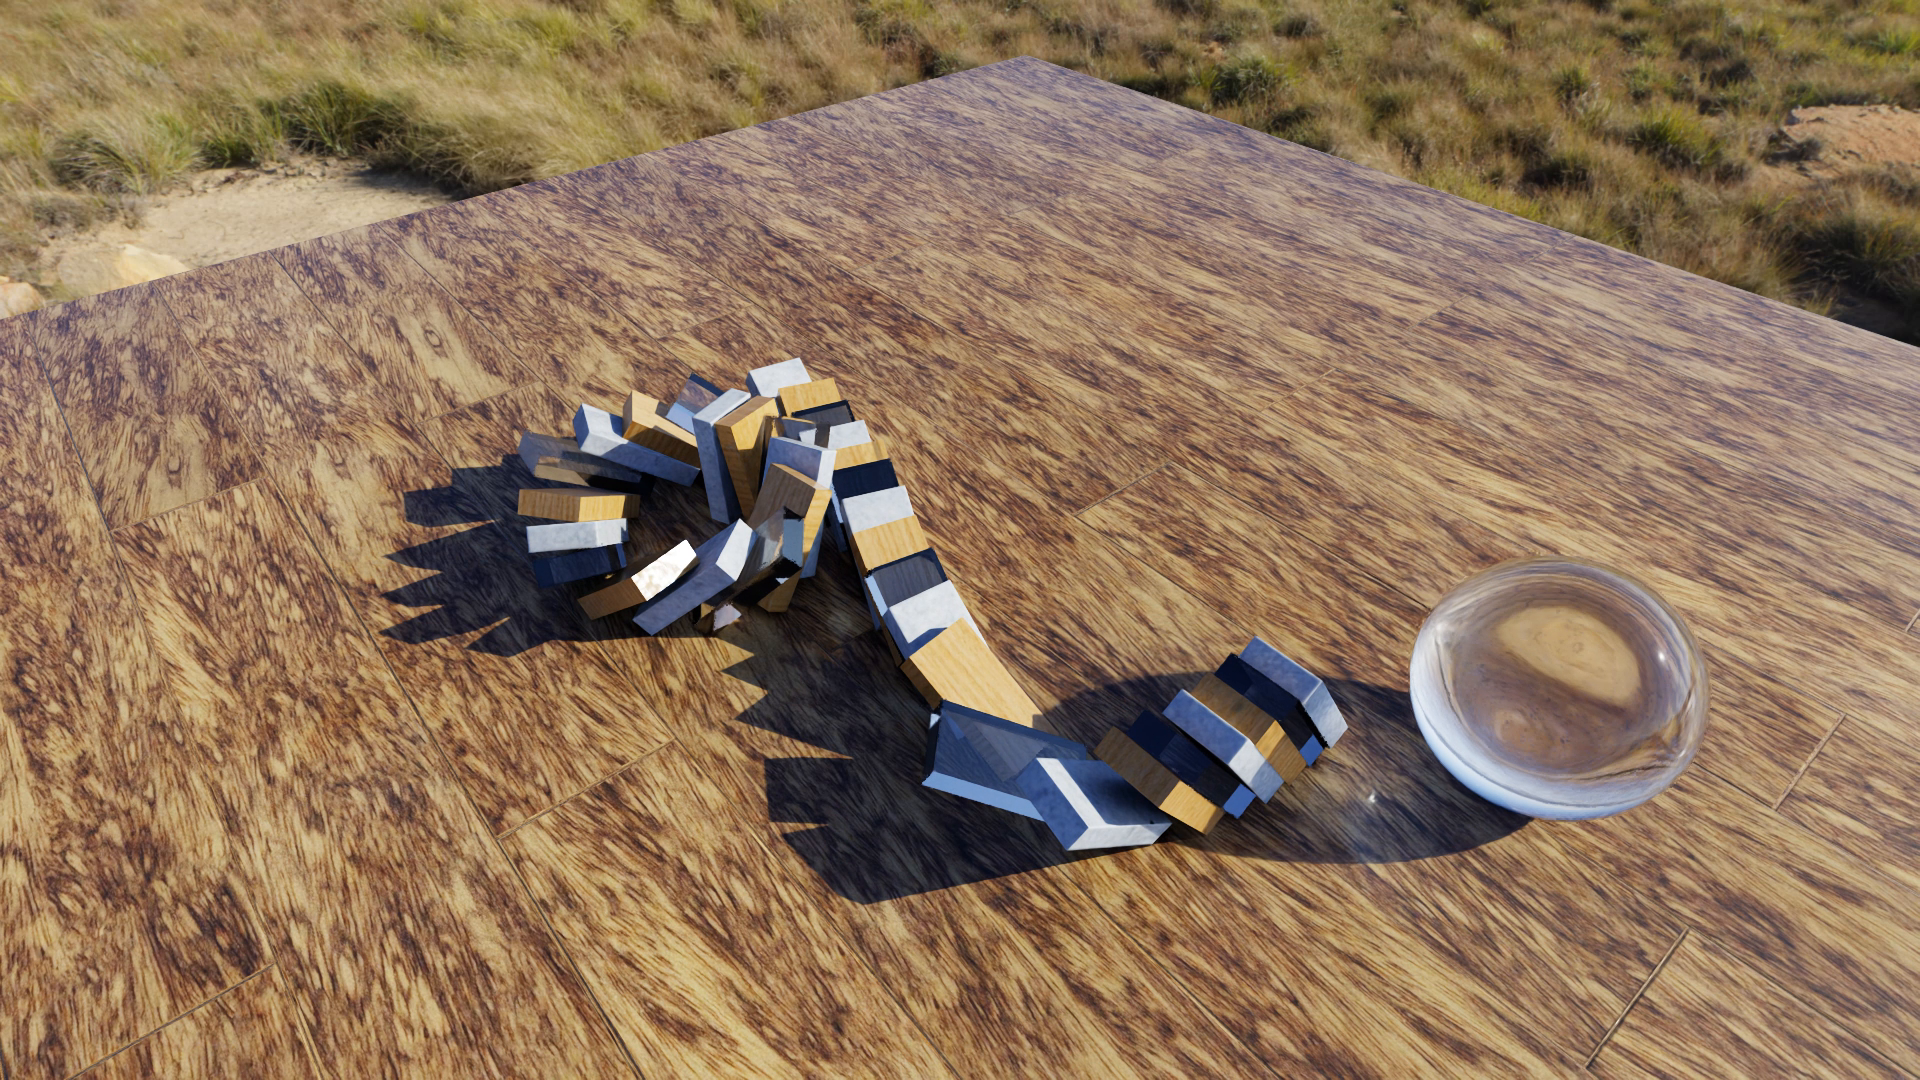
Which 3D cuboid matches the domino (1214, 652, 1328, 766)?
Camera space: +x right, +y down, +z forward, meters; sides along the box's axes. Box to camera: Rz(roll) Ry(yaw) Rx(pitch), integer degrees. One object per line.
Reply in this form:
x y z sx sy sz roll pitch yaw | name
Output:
0.099 0.054 0.348 0.009 0.050 0.025 -50 53 -3 | domino

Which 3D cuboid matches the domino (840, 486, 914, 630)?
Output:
-0.026 0.006 0.414 0.025 0.010 0.050 -14 75 -17 | domino

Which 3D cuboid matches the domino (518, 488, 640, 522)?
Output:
-0.151 -0.014 0.440 0.025 0.010 0.050 7 5 9 | domino

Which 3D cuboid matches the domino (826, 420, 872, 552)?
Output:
-0.044 -0.023 0.451 0.025 0.009 0.050 -15 75 -17 | domino

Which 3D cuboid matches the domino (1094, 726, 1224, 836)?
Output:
0.060 0.072 0.326 0.025 0.050 0.010 38 89 35 | domino

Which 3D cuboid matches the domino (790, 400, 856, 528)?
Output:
-0.052 -0.033 0.464 0.025 0.010 0.050 -16 74 -19 | domino

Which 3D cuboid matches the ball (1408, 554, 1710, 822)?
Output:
0.179 0.044 0.334 0.080 0.080 0.080 0 39 0 | ball

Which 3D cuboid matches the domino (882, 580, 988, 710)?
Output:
-0.003 0.041 0.373 0.025 0.009 0.050 -24 77 -26 | domino

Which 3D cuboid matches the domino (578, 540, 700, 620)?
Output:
-0.118 0.015 0.402 0.050 0.010 0.025 -17 19 49 | domino

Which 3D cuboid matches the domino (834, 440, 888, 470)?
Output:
-0.036 -0.013 0.439 0.025 0.009 0.050 -14 75 -17 | domino

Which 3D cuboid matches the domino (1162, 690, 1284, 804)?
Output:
0.081 0.064 0.336 0.009 0.050 0.025 -50 53 -3 | domino

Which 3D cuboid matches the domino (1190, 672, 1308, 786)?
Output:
0.090 0.059 0.342 0.010 0.050 0.025 -50 53 -3 | domino

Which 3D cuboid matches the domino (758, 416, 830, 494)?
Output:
-0.067 -0.023 0.439 0.025 0.050 0.010 12 10 28 | domino

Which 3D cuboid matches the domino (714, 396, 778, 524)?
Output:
-0.081 -0.030 0.448 0.009 0.050 0.025 14 40 33 | domino

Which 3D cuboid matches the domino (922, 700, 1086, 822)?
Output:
0.014 0.069 0.340 0.050 0.009 0.025 20 48 -14 | domino

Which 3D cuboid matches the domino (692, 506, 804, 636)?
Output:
-0.078 0.012 0.402 0.050 0.009 0.025 -36 38 26 | domino

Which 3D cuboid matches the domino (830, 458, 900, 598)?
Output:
-0.032 -0.005 0.426 0.025 0.009 0.050 -14 75 -17 | domino

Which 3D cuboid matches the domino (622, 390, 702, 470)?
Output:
-0.121 -0.045 0.477 0.050 0.009 0.025 23 29 -31 | domino

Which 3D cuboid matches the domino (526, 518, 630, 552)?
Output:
-0.146 -0.002 0.423 0.025 0.010 0.050 -5 3 -4 | domino

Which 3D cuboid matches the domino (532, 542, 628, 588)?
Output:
-0.140 0.009 0.408 0.025 0.010 0.050 -14 3 -10 | domino

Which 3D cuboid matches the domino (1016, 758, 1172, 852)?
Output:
0.040 0.077 0.323 0.050 0.010 0.025 16 28 -51 | domino

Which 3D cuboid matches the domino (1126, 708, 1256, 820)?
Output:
0.070 0.068 0.332 0.025 0.050 0.010 38 89 37 | domino

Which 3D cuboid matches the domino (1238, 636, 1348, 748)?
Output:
0.108 0.050 0.354 0.010 0.050 0.025 -50 53 -3 | domino

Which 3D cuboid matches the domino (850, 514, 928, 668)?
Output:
-0.019 0.018 0.401 0.025 0.010 0.050 -17 76 -20 | domino

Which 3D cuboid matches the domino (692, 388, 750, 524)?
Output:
-0.095 -0.034 0.453 0.010 0.050 0.025 19 43 23 | domino

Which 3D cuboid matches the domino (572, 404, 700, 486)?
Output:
-0.138 -0.040 0.470 0.050 0.010 0.025 20 23 -36 | domino

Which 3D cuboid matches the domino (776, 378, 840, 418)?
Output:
-0.060 -0.044 0.477 0.025 0.009 0.050 -14 73 -20 | domino

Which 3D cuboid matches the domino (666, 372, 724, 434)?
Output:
-0.101 -0.051 0.484 0.050 0.009 0.025 32 36 -18 | domino

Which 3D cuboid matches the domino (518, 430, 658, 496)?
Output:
-0.156 -0.032 0.461 0.050 0.010 0.025 11 20 -41 | domino

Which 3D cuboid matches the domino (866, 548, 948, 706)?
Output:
-0.011 0.030 0.387 0.025 0.009 0.050 -20 76 -22 | domino

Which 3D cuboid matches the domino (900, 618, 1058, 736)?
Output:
0.006 0.053 0.359 0.025 0.010 0.050 -35 82 -34 | domino

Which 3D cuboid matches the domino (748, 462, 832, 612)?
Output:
-0.069 -0.001 0.415 0.025 0.050 0.009 29 13 31 | domino

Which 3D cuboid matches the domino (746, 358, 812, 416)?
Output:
-0.073 -0.055 0.489 0.025 0.010 0.050 -21 77 -28 | domino

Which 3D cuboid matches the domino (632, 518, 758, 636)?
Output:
-0.097 0.014 0.402 0.050 0.009 0.025 -30 27 32 | domino

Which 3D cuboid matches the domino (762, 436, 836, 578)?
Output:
-0.065 -0.013 0.427 0.025 0.050 0.009 16 12 26 | domino
